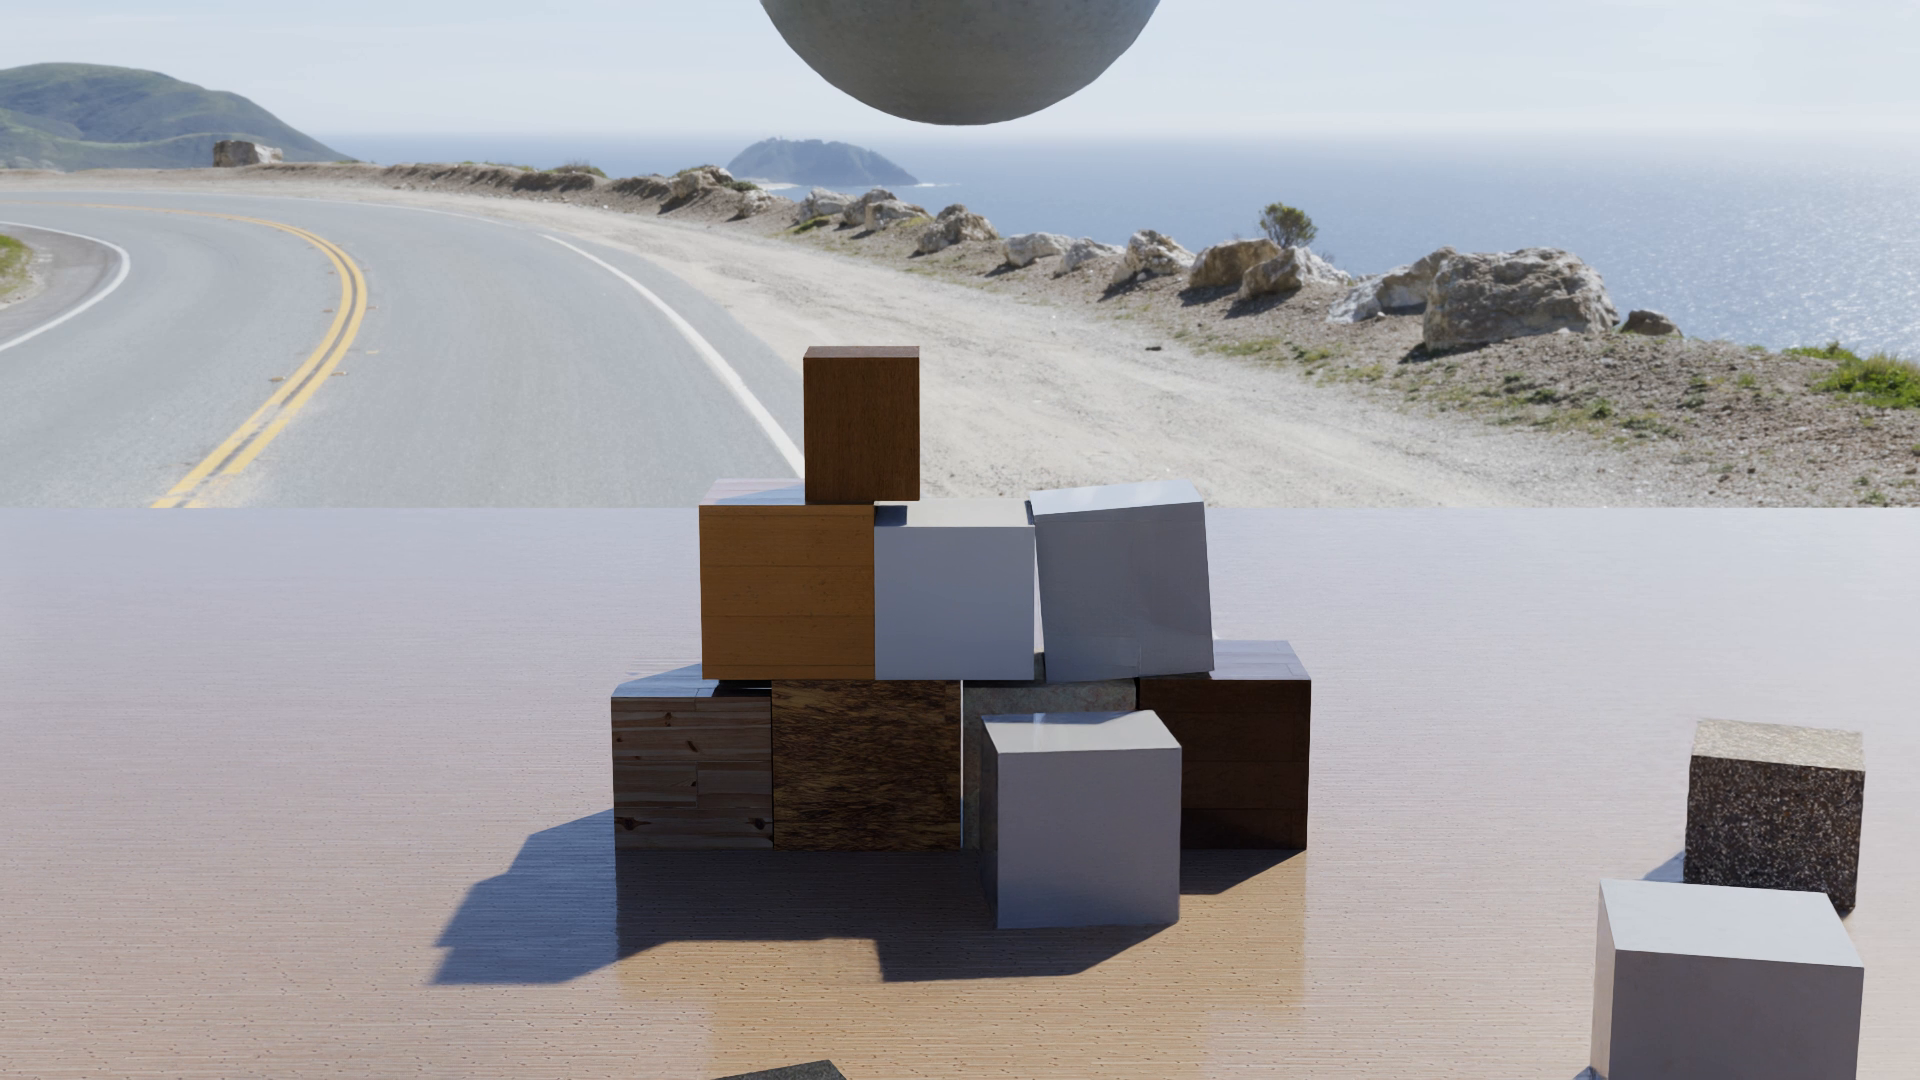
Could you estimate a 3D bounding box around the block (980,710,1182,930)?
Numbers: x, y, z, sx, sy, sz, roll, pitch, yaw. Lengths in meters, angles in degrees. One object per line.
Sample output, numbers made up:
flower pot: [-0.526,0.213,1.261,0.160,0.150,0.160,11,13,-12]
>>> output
block: [0.545,1.284,10.201,0.829,0.824,0.662,-1,10,-6]

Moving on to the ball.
ball: [0.000,-2.267,7.726,1.600,1.600,1.600,0,10,0]

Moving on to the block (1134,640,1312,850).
block: [1.318,1.043,11.381,0.849,0.876,0.870,0,10,0]

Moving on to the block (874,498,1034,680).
block: [-0.027,0.235,11.211,0.783,0.768,0.864,0,10,0]

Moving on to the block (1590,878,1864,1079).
block: [2.740,1.731,7.946,0.810,0.751,0.761,2,11,12]

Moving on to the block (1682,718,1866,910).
block: [3.915,1.297,10.580,0.760,0.663,0.730,4,11,21]

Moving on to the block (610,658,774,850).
block: [-1.334,1.089,11.374,0.792,0.788,0.850,0,10,0]

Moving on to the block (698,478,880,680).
block: [-0.847,0.183,11.203,0.853,0.873,0.855,0,10,0]

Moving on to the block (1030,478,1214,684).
block: [0.813,0.198,11.215,0.837,0.856,0.736,-5,10,1]

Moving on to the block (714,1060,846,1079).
block: [-0.552,2.031,6.088,0.692,0.826,0.785,-4,11,-23]

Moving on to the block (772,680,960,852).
block: [-0.462,1.043,11.372,0.932,0.879,0.919,0,10,0]

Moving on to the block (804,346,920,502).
block: [-0.485,-0.593,11.047,0.565,0.709,0.598,0,10,-1]

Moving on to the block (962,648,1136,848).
block: [0.443,1.064,11.391,0.857,0.832,0.871,0,10,0]

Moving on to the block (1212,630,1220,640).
block: [1.238,0.798,13.100,0.526,0.527,0.607,-44,-15,30]
